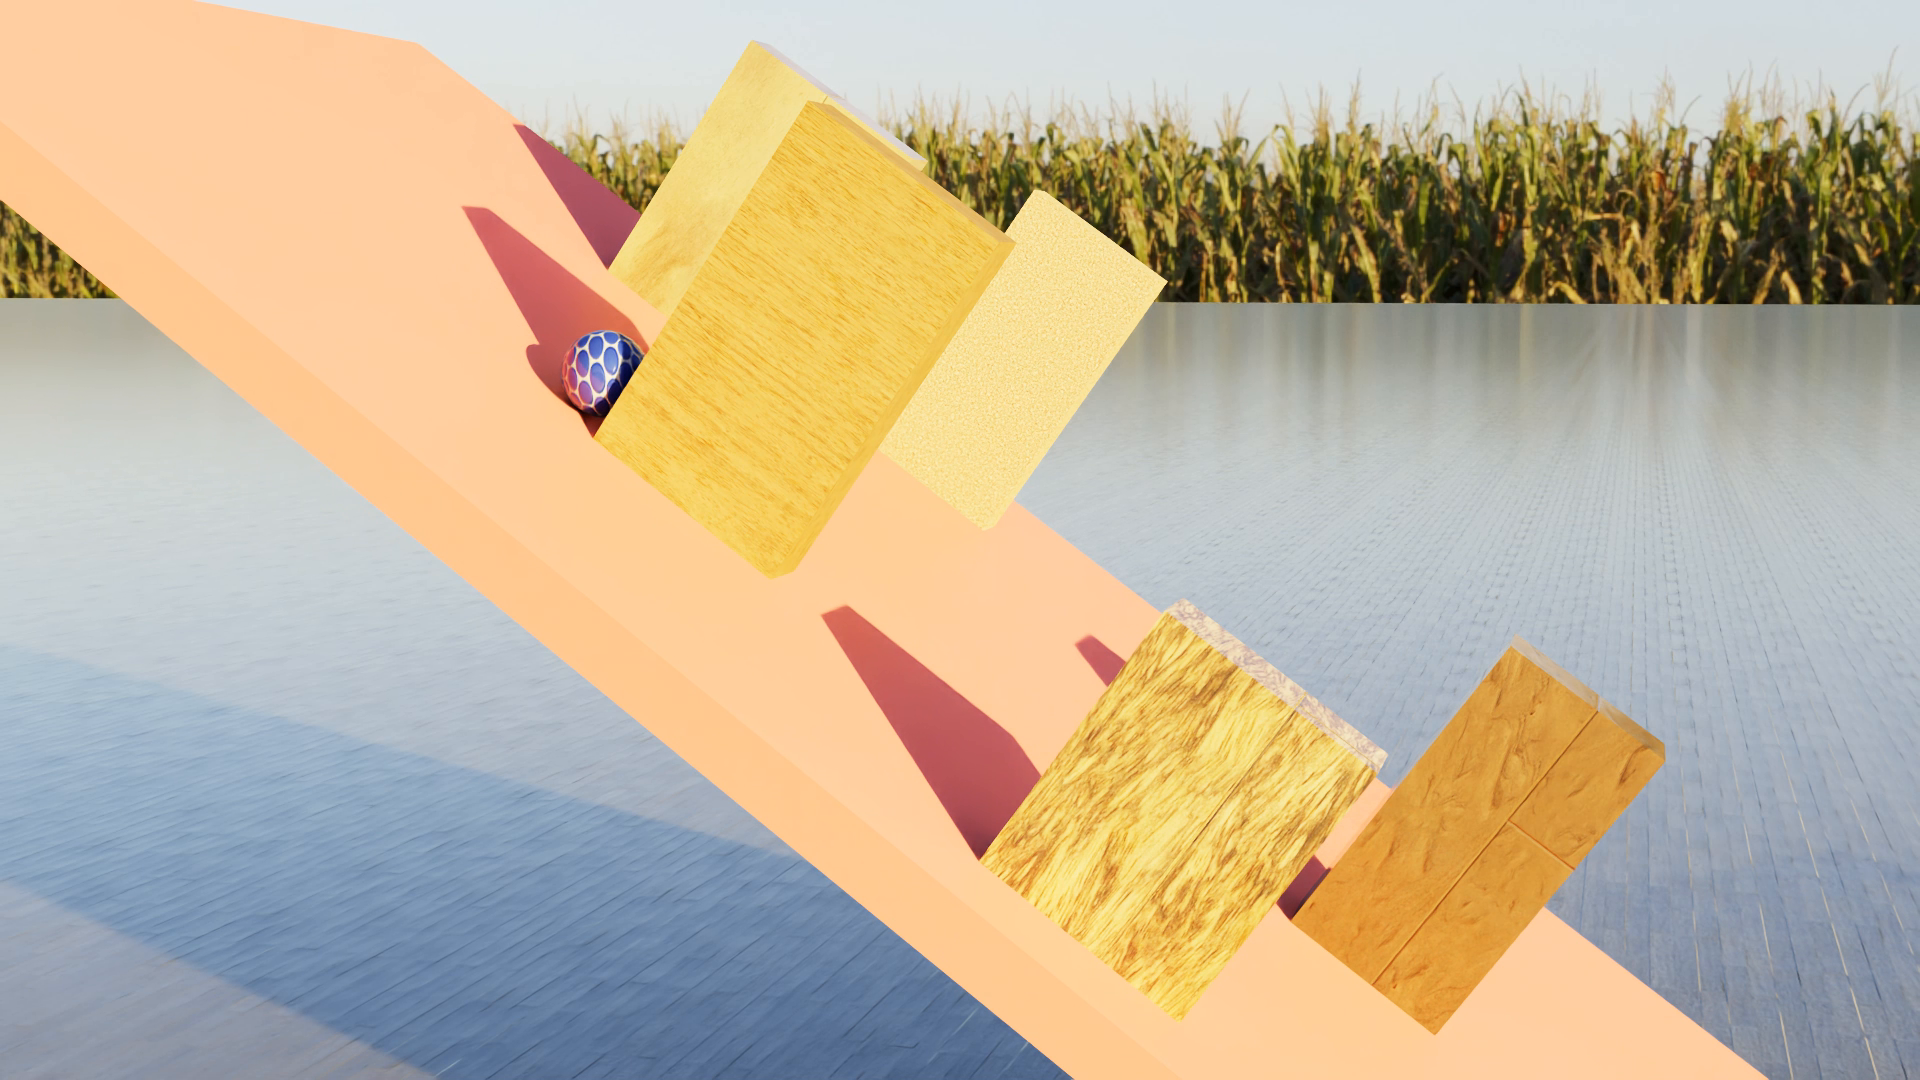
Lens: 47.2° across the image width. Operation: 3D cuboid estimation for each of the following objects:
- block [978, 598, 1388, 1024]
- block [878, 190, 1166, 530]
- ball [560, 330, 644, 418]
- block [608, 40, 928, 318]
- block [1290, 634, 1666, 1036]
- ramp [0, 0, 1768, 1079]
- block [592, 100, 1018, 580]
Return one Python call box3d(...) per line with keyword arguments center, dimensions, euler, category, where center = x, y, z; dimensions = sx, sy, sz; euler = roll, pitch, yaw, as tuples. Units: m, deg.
box3d(center=(0.318, 0.385, 3.156), dimensions=(0.366, 0.467, 0.130), euler=(38, 16, 10), category="block")
box3d(center=(0.114, -0.377, 4.655), dimensions=(0.326, 0.646, 0.083), euler=(38, 16, 10), category="block")
box3d(center=(-0.613, -0.287, 3.802), dimensions=(0.151, 0.151, 0.151), euler=(0, 7, 0), category="ball")
box3d(center=(-0.405, -0.673, 4.581), dimensions=(0.424, 0.576, 0.102), euler=(38, 16, 10), category="block")
box3d(center=(0.870, 0.496, 3.714), dimensions=(0.303, 0.607, 0.139), euler=(38, 16, 10), category="block")
box3d(center=(-0.083, 0.152, 4.078), dimensions=(4.000, 0.100, 2.000), euler=(38, 16, 10), category="ramp")
box3d(center=(-0.264, -0.327, 3.653), dimensions=(0.394, 0.681, 0.108), euler=(38, 16, 10), category="block")
